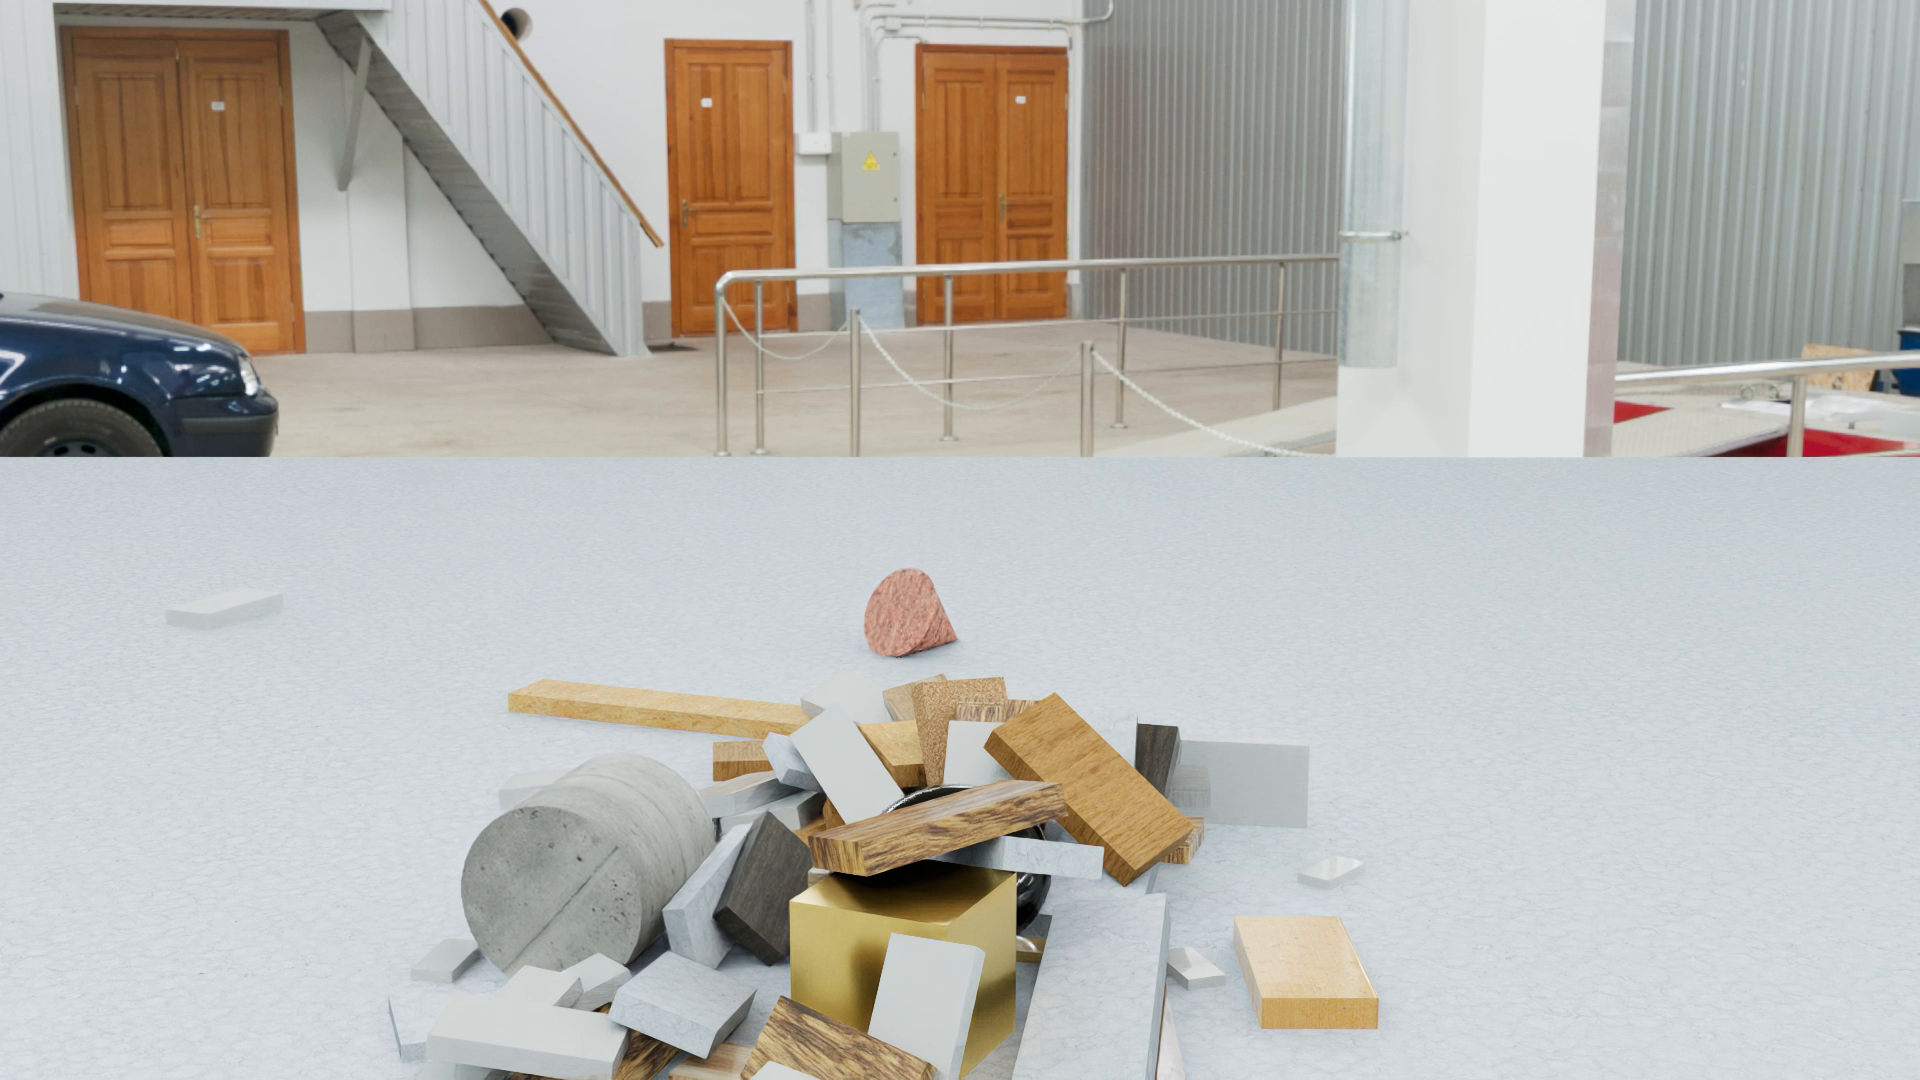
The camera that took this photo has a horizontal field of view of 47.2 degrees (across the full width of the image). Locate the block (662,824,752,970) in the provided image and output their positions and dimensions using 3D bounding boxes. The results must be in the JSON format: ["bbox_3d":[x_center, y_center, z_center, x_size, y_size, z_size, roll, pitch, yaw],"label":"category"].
[{"bbox_3d":[-0.372,0.559,3.396,0.035,0.125,0.317,-8,14,17],"label":"block"}]

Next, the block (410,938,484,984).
[{"bbox_3d":[-0.779,0.640,3.349,0.065,0.018,0.130,2,11,10],"label":"block"}]

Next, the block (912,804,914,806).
[{"bbox_3d":[-0.099,0.505,3.865,0.027,0.095,0.191,0,11,1],"label":"block"}]

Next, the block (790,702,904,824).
[{"bbox_3d":[-0.177,0.418,3.781,0.108,0.031,0.378,-35,39,-5],"label":"block"}]

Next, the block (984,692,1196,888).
[{"bbox_3d":[0.210,0.403,3.590,0.327,0.046,0.163,44,44,19],"label":"block"}]

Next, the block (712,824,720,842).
[{"bbox_3d":[-0.470,0.536,3.902,0.072,0.020,0.144,0,11,0],"label":"block"}]

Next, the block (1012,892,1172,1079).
[{"bbox_3d":[0.145,0.712,2.721,0.173,0.049,1.365,-8,10,9],"label":"block"}]

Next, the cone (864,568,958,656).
[{"bbox_3d":[-0.076,0.211,5.428,0.228,0.228,0.228,10,-12,43],"label":"cone"}]

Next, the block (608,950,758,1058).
[{"bbox_3d":[-0.378,0.638,3.033,0.143,0.040,0.285,21,2,5],"label":"block"}]

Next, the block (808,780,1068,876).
[{"bbox_3d":[-0.031,0.405,3.121,0.330,0.047,0.165,-13,3,-30],"label":"block"}]

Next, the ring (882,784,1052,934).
[{"bbox_3d":[-0.011,0.520,3.482,0.315,0.105,0.315,-2,44,2],"label":"ring"}]

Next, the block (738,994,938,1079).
[{"bbox_3d":[-0.156,0.678,2.793,0.235,0.117,0.033,17,-20,31],"label":"block"}]

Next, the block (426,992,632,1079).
[{"bbox_3d":[-0.564,0.655,2.892,0.243,0.034,0.121,8,15,2],"label":"block"}]

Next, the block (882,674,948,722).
[{"bbox_3d":[-0.052,0.365,4.405,0.133,0.038,0.266,-15,30,-13],"label":"block"}]

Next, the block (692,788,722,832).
[{"bbox_3d":[-0.498,0.497,4.085,0.222,0.031,0.111,7,13,35],"label":"block"}]

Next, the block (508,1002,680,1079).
[{"bbox_3d":[-0.483,0.701,2.962,0.143,0.040,0.285,3,11,16],"label":"block"}]

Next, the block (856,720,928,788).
[{"bbox_3d":[-0.013,0.374,3.915,0.312,0.044,0.156,-1,23,-27],"label":"block"}]

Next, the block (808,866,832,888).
[{"bbox_3d":[-0.191,0.569,3.208,0.030,0.210,0.105,3,11,13],"label":"block"}]

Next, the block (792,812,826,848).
[{"bbox_3d":[-0.270,0.514,3.848,0.125,0.035,0.249,-11,0,29],"label":"block"}]

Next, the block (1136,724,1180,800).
[{"bbox_3d":[0.292,0.448,3.875,0.145,0.041,0.290,3,47,16],"label":"block"}]

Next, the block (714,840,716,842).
[{"bbox_3d":[-0.568,0.534,3.821,0.294,0.032,0.114,8,25,37],"label":"block"}]

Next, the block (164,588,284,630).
[{"bbox_3d":[-1.927,0.179,5.769,0.143,0.040,0.285,4,11,22],"label":"block"}]

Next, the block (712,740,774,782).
[{"bbox_3d":[-0.349,0.437,4.382,0.285,0.040,0.143,-1,11,-6],"label":"block"}]

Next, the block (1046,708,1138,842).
[{"bbox_3d":[0.219,0.439,3.819,0.162,0.046,0.325,1,50,8],"label":"block"}]

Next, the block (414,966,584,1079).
[{"bbox_3d":[-0.620,0.668,2.971,0.095,0.027,0.251,5,29,26],"label":"block"}]

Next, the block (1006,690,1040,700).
[{"bbox_3d":[0.143,0.343,4.347,0.080,0.023,0.159,-1,23,-33],"label":"block"}]

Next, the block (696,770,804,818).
[{"bbox_3d":[-0.394,0.458,3.968,0.138,0.039,0.276,-9,0,25],"label":"block"}]

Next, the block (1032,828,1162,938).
[{"bbox_3d":[0.232,0.543,3.574,0.163,0.046,0.327,4,25,13],"label":"block"}]

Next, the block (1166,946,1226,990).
[{"bbox_3d":[0.346,0.646,3.319,0.061,0.017,0.122,-4,11,-19],"label":"block"}]

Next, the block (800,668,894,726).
[{"bbox_3d":[-0.130,0.369,4.495,0.426,0.038,0.133,19,39,39],"label":"block"}]

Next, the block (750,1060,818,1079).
[{"bbox_3d":[-0.230,0.738,2.569,0.173,0.049,0.346,16,20,19],"label":"block"}]

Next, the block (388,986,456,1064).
[{"bbox_3d":[-0.748,0.682,3.102,0.095,0.027,0.190,-4,11,-19],"label":"block"}]

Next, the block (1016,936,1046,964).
[{"bbox_3d":[0.133,0.633,3.387,0.122,0.017,0.061,2,11,12],"label":"block"}]

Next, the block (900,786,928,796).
[{"bbox_3d":[-0.006,0.402,3.969,0.156,0.044,0.312,24,25,33],"label":"block"}]

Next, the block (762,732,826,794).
[{"bbox_3d":[-0.236,0.415,3.951,0.228,0.032,0.114,19,21,-32],"label":"block"}]

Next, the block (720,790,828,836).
[{"bbox_3d":[-0.324,0.486,3.933,0.138,0.039,0.276,-10,0,9],"label":"block"}]

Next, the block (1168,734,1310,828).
[{"bbox_3d":[0.481,0.441,4.045,0.317,0.156,0.044,2,11,10],"label":"block"}]

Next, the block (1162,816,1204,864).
[{"bbox_3d":[0.279,0.523,3.918,0.290,0.041,0.145,3,11,17],"label":"block"}]

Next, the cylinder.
[{"bbox_3d":[-0.561,0.502,3.352,0.289,0.289,0.289,3,11,15],"label":"cylinder"}]

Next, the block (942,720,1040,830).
[{"bbox_3d":[0.051,0.458,3.633,0.163,0.327,0.046,2,-32,6],"label":"block"}]

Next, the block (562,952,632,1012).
[{"bbox_3d":[-0.572,0.651,3.084,0.210,0.030,0.105,-25,17,-29],"label":"block"}]

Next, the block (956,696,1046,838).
[{"bbox_3d":[0.067,0.430,3.720,0.162,0.325,0.046,2,-24,6],"label":"block"}]

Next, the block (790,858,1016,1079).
[{"bbox_3d":[-0.075,0.589,3.036,0.233,0.233,0.233,5,12,24],"label":"block"}]

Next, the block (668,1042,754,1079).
[{"bbox_3d":[-0.252,0.715,2.904,0.235,0.033,0.117,4,11,21],"label":"block"}]

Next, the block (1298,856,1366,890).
[{"bbox_3d":[0.633,0.567,3.747,0.061,0.017,0.122,9,14,39],"label":"block"}]

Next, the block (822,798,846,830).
[{"bbox_3d":[-0.167,0.513,3.740,0.108,0.031,0.216,14,21,-16],"label":"block"}]

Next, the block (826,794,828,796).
[{"bbox_3d":[-0.191,0.435,4.073,0.112,0.032,0.223,36,18,18],"label":"block"}]

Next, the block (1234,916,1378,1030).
[{"bbox_3d":[0.509,0.640,3.273,0.165,0.047,0.330,0,11,0],"label":"block"}]

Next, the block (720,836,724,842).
[{"bbox_3d":[-0.369,0.550,3.685,0.020,0.072,0.144,-5,11,-23],"label":"block"}]

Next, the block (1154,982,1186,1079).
[{"bbox_3d":[0.236,0.731,2.818,0.117,0.033,0.985,0,11,1],"label":"block"}]

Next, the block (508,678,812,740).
[{"bbox_3d":[-0.461,0.380,4.689,1.080,0.040,0.143,4,11,21],"label":"block"}]

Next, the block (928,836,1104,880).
[{"bbox_3d":[0.050,0.459,3.244,0.165,0.047,0.330,11,-9,-29],"label":"block"}]

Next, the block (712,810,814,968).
[{"bbox_3d":[-0.298,0.540,3.426,0.034,0.121,0.243,-38,16,27],"label":"block"}]

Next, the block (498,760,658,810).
[{"bbox_3d":[-0.716,0.462,4.148,0.276,0.039,0.138,-6,6,2],"label":"block"}]

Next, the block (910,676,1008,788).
[{"bbox_3d":[0.024,0.404,3.808,0.162,0.325,0.046,-2,-19,-27],"label":"block"}]

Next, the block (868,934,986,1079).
[{"bbox_3d":[-0.055,0.635,2.816,0.121,0.243,0.034,5,-21,24],"label":"block"}]
